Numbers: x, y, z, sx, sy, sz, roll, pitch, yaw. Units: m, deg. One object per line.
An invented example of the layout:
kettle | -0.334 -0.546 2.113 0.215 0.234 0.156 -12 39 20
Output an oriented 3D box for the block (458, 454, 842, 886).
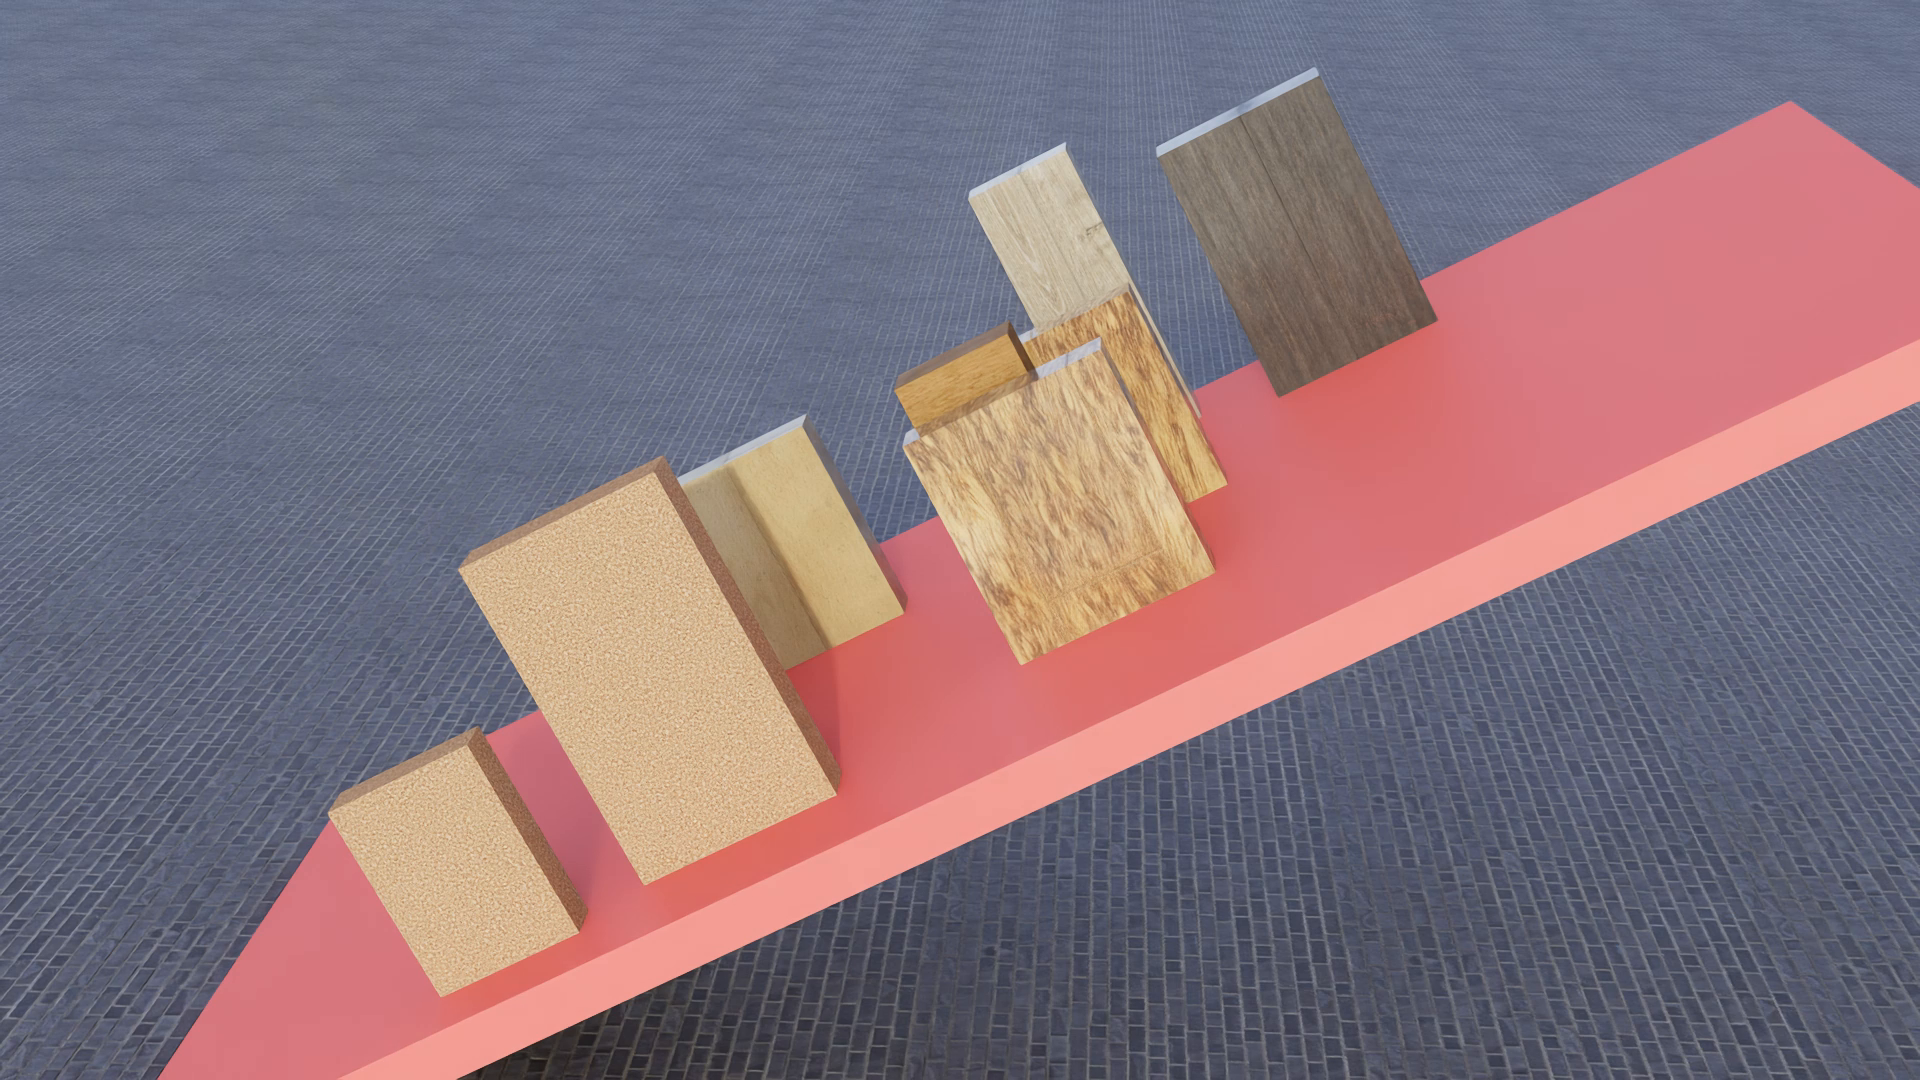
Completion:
block | -0.589 0.255 5.654 0.427 0.721 0.119 -26 14 10

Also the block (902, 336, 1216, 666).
block | 0.197 -0.074 5.773 0.430 0.502 0.110 -26 14 10

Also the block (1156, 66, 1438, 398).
block | 0.762 -0.694 6.657 0.399 0.619 0.140 -26 14 10

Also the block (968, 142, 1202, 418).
block | 0.295 -0.552 6.877 0.251 0.705 0.115 -26 14 10

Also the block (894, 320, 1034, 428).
block | 0.116 -0.127 5.969 0.254 0.573 0.124 -26 14 10

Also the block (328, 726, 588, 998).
block | -0.966 0.622 5.677 0.312 0.431 0.104 -26 14 10

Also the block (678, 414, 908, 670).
block | -0.430 0.035 6.631 0.445 0.486 0.112 -26 14 10

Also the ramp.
ramp | 0.140 0.167 6.281 4.000 0.100 2.000 -26 14 10

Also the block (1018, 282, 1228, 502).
block | 0.303 -0.256 6.284 0.364 0.471 0.095 -26 14 10
